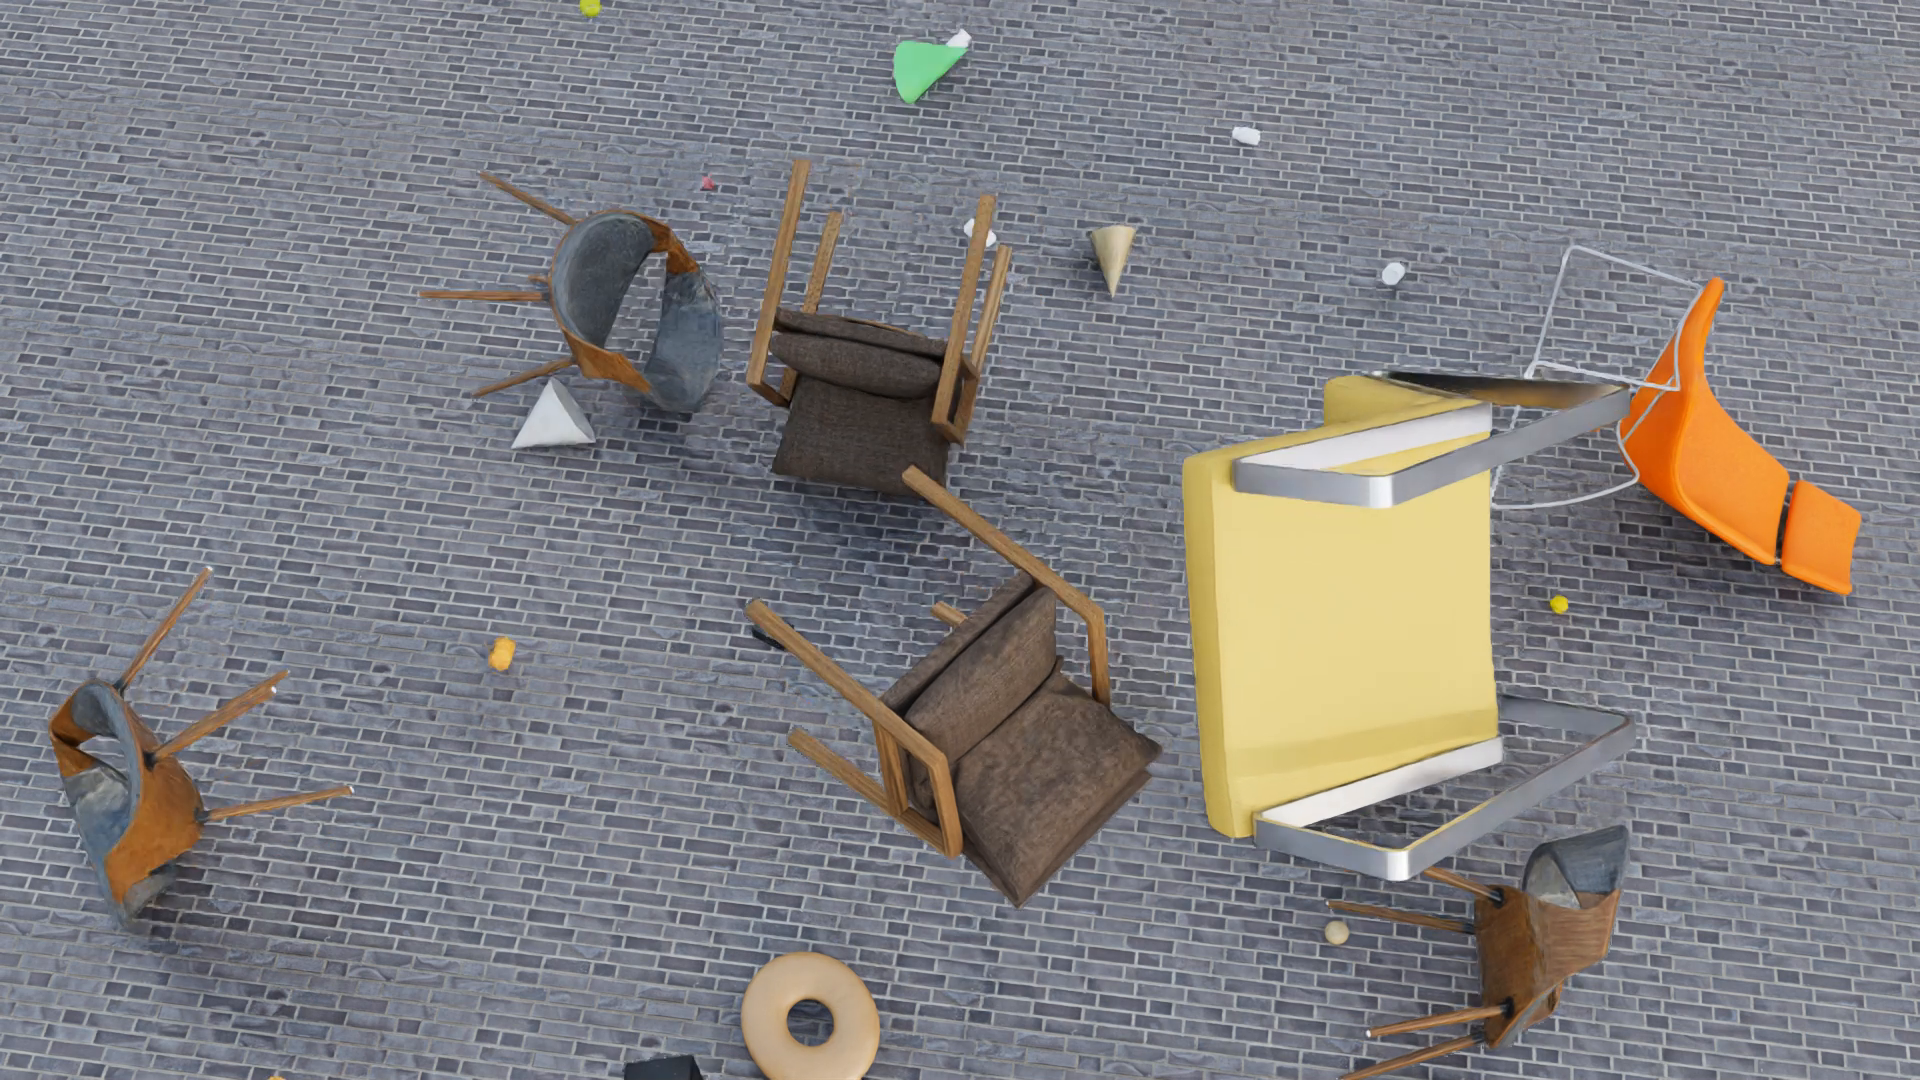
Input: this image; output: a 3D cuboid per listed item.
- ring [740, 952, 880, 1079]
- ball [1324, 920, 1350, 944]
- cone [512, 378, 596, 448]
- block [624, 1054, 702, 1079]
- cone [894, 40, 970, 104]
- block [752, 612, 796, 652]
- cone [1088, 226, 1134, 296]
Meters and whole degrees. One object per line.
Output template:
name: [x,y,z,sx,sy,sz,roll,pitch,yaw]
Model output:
ring: [-0.388,1.249,5.692,0.349,0.075,0.407,-25,59,-16]
ball: [1.000,1.042,5.836,0.064,0.064,0.064,0,56,0]
cone: [-1.283,-0.339,6.745,0.234,0.238,0.158,-31,15,8]
block: [-0.719,1.426,5.430,0.171,0.238,0.172,-10,35,7]
cone: [-0.074,-1.638,7.508,0.256,0.159,0.251,-14,56,30]
block: [-0.540,0.265,6.369,0.105,0.045,0.066,25,60,16]
cone: [0.492,-0.884,7.112,0.140,0.204,0.215,2,81,-15]
